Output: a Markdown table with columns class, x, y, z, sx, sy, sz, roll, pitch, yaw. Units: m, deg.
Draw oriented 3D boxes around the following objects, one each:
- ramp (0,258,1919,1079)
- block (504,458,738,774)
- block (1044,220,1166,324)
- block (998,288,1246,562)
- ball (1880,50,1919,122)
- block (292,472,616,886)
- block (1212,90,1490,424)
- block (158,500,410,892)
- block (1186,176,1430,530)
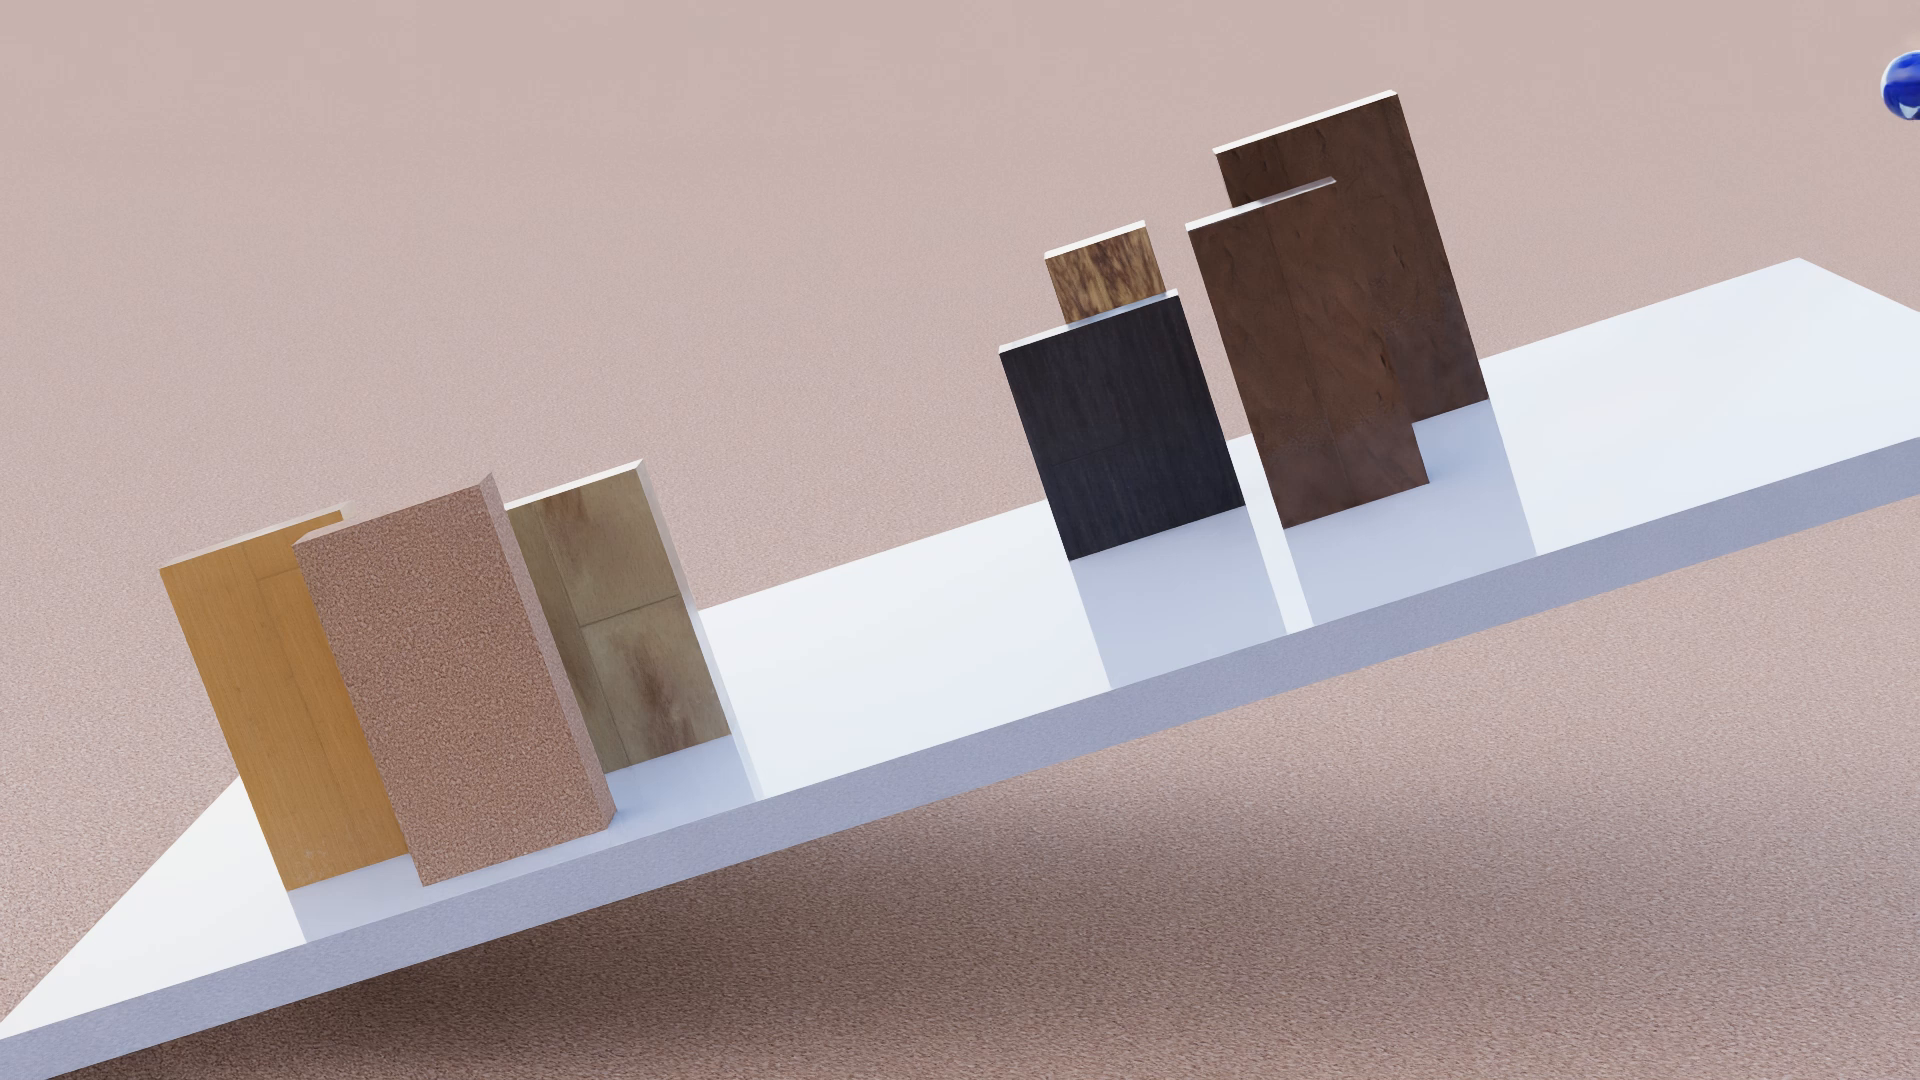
| class | x | y | z | sx | sy | sz | roll | pitch | yaw |
| --- | --- | --- | --- | --- | --- | --- | --- | --- | --- |
| ramp | 0.105 | 0.181 | 6.307 | 4.000 | 0.100 | 2.000 | -18 | 11 | 6 |
| block | -0.734 | 0.173 | 5.964 | 0.386 | 0.575 | 0.103 | -18 | 11 | 6 |
| block | 0.412 | -0.431 | 6.983 | 0.247 | 0.595 | 0.145 | -18 | 11 | 6 |
| block | 0.357 | -0.252 | 6.466 | 0.409 | 0.487 | 0.110 | -18 | 11 | 6 |
| ball | 1.924 | -0.913 | 5.913 | 0.140 | 0.140 | 0.140 | 0 | 12 | 0 |
| block | -0.948 | 0.264 | 5.546 | 0.372 | 0.695 | 0.124 | -18 | 11 | 6 |
| block | 0.890 | -0.608 | 6.702 | 0.423 | 0.722 | 0.148 | -18 | 11 | 6 |
| block | -1.278 | 0.312 | 5.868 | 0.385 | 0.697 | 0.105 | -18 | 11 | 6 |
| block | 0.716 | -0.386 | 6.075 | 0.315 | 0.651 | 0.135 | -18 | 11 | 6 |
